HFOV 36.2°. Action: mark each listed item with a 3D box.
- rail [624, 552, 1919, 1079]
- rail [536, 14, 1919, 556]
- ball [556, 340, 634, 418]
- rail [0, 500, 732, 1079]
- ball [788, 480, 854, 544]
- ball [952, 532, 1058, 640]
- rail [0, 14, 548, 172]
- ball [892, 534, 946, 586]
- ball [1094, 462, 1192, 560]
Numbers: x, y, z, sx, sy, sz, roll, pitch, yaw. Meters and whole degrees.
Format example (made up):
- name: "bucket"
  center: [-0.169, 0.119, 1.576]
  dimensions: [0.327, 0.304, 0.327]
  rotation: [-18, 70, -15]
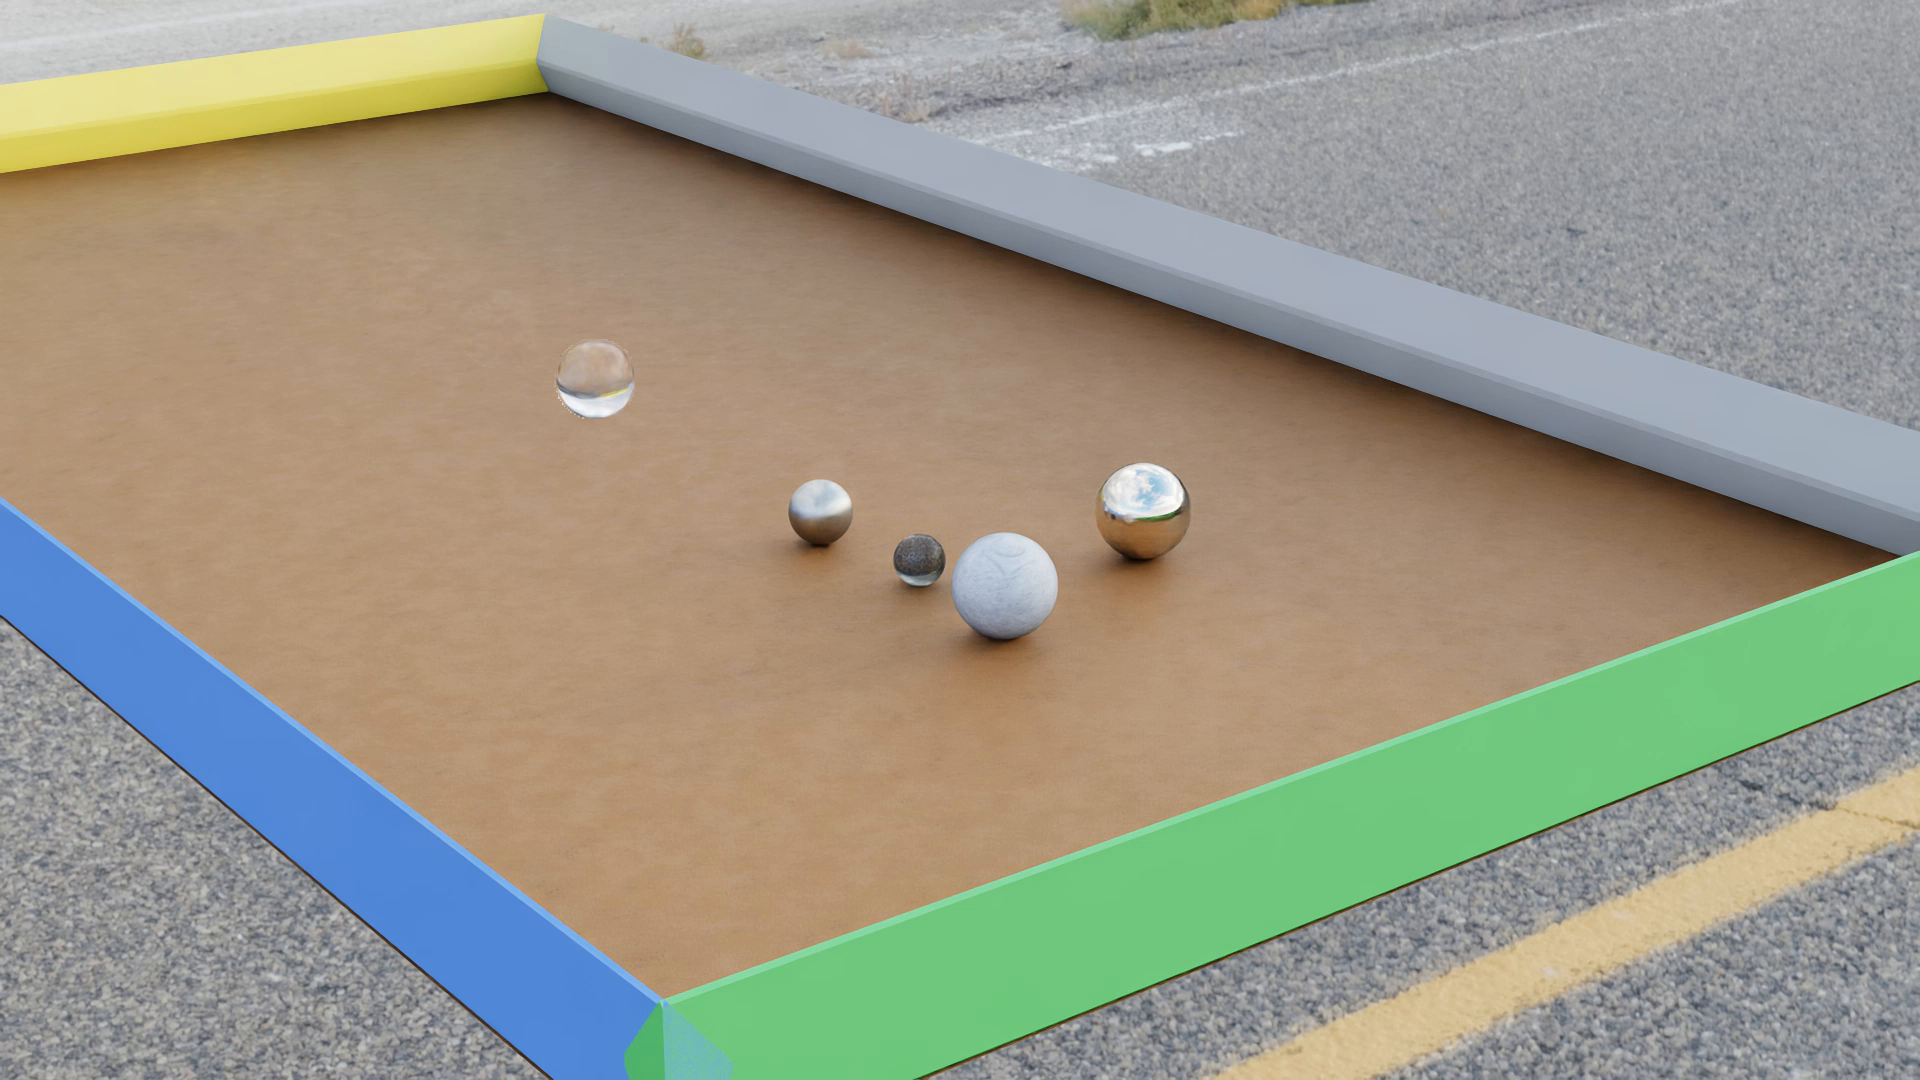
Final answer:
- name: "rail"
  center: [0.381, 0.158, 2.111]
  dimensions: [1.419, 0.117, 0.045]
  rotation: [-15, 26, -34]
- name: "rail"
  center: [0.150, -0.358, 3.454]
  dimensions: [0.045, 0.117, 2.619]
  rotation: [-15, 26, -34]
- name: "ball"
  center: [-0.372, -0.164, 3.004]
  dimensions: [0.079, 0.079, 0.079]
  rotation: [0, 21, 0]
- name: "rail"
  center: [-0.942, -0.061, 2.680]
  dimensions: [0.045, 0.117, 2.619]
  rotation: [-15, 26, -34]
- name: "ball"
  center: [-0.127, -0.026, 2.671]
  dimensions: [0.059, 0.059, 0.059]
  rotation: [0, 21, 0]
- name: "ball"
  center: [0.037, 0.038, 2.463]
  dimensions: [0.090, 0.090, 0.090]
  rotation: [0, 21, 0]
- name: "rail"
  center: [-1.173, -0.576, 4.023]
  dimensions: [1.419, 0.117, 0.045]
  rotation: [-15, 26, -34]
- name: "ball"
  center: [-0.035, 0.018, 2.577]
  dimensions: [0.046, 0.046, 0.046]
  rotation: [0, 21, 0]
- name: "ball"
  center: [0.164, -0.026, 2.634]
  dimensions: [0.087, 0.087, 0.087]
  rotation: [0, 21, 0]
